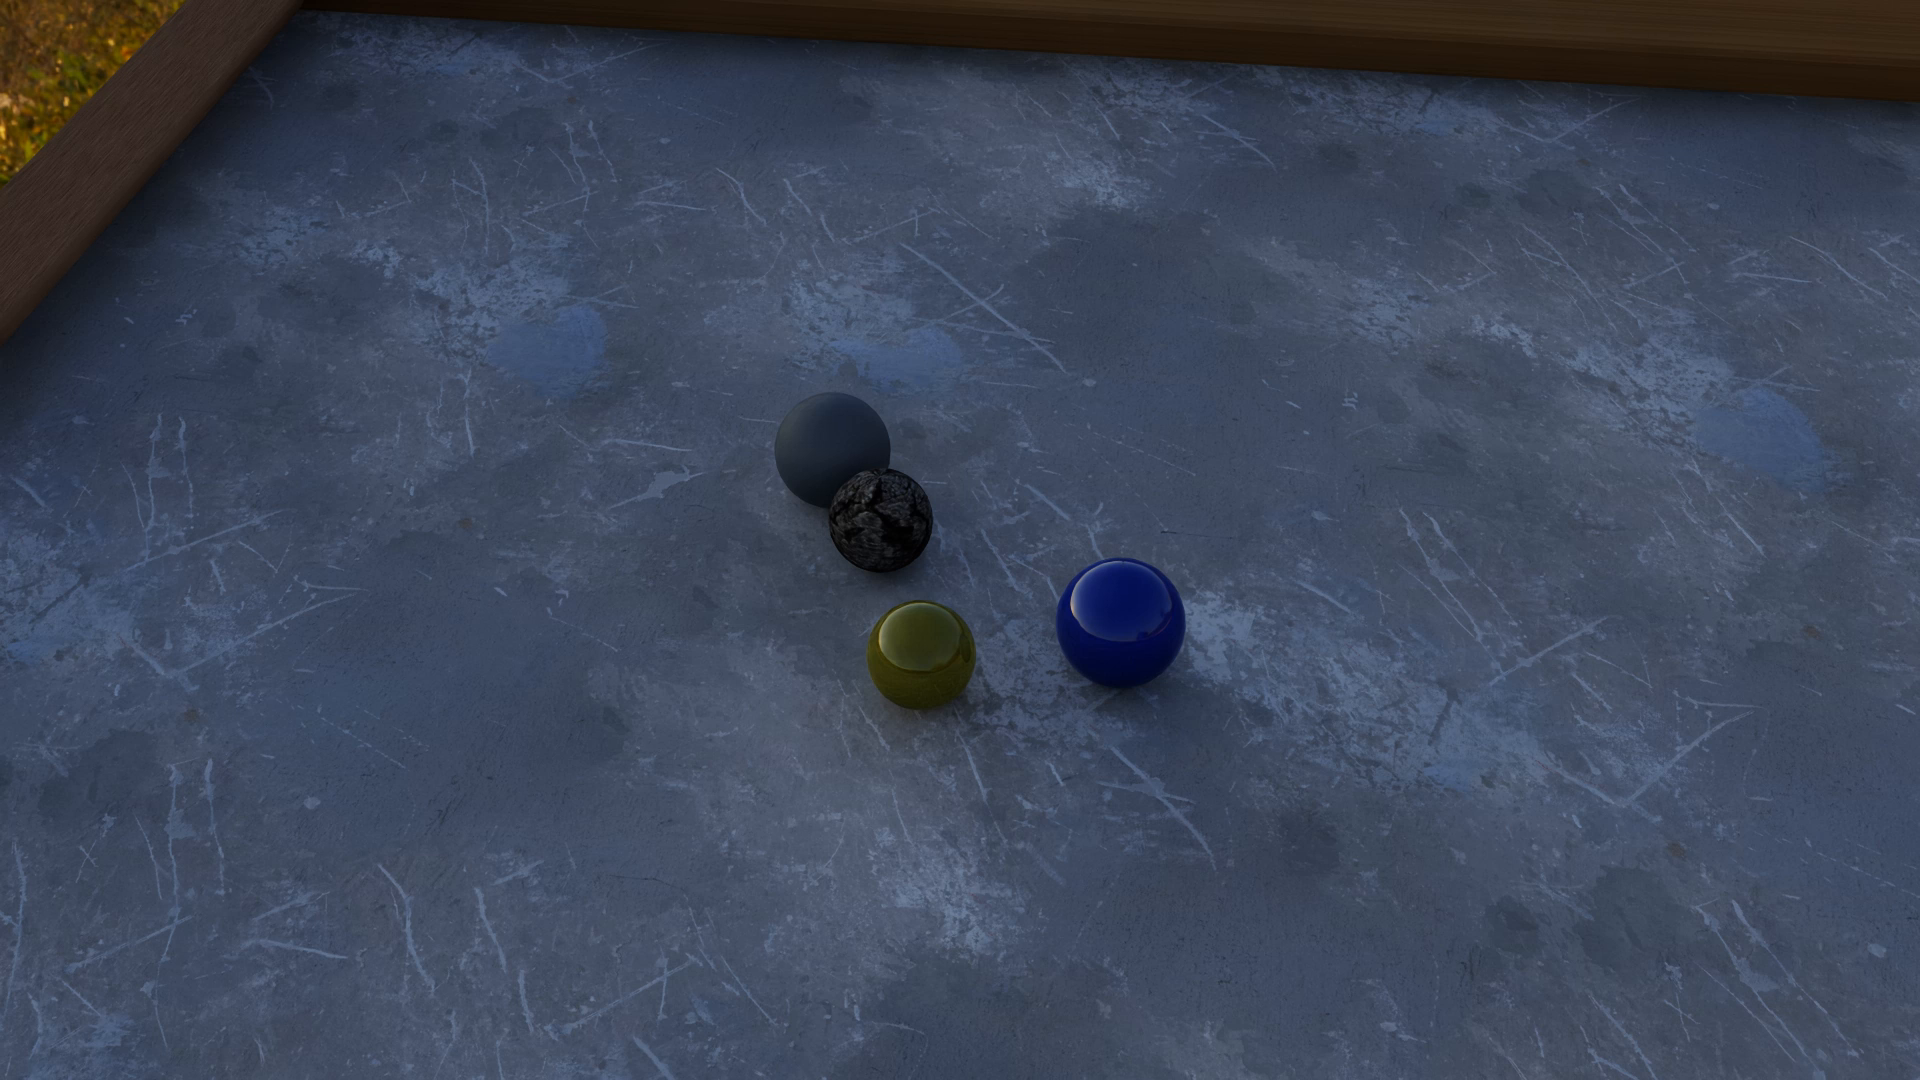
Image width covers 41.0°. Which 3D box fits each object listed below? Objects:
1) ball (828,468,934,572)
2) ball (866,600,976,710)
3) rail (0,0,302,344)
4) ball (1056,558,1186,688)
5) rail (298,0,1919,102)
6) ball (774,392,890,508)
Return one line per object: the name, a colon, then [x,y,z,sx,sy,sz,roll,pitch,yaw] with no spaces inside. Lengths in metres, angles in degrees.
ball: [-0.058,-0.015,1.893,0.077,0.077,0.077,0,35,0]
ball: [-0.027,0.079,1.759,0.076,0.076,0.076,0,35,0]
rail: [-0.825,-0.081,1.952,0.045,0.118,1.922,5,35,7]
ball: [0.111,0.057,1.778,0.091,0.091,0.091,0,35,0]
rail: [0.979,-0.475,2.523,3.428,0.118,0.045,5,35,7]
ball: [-0.097,-0.068,1.961,0.089,0.089,0.089,0,35,0]
